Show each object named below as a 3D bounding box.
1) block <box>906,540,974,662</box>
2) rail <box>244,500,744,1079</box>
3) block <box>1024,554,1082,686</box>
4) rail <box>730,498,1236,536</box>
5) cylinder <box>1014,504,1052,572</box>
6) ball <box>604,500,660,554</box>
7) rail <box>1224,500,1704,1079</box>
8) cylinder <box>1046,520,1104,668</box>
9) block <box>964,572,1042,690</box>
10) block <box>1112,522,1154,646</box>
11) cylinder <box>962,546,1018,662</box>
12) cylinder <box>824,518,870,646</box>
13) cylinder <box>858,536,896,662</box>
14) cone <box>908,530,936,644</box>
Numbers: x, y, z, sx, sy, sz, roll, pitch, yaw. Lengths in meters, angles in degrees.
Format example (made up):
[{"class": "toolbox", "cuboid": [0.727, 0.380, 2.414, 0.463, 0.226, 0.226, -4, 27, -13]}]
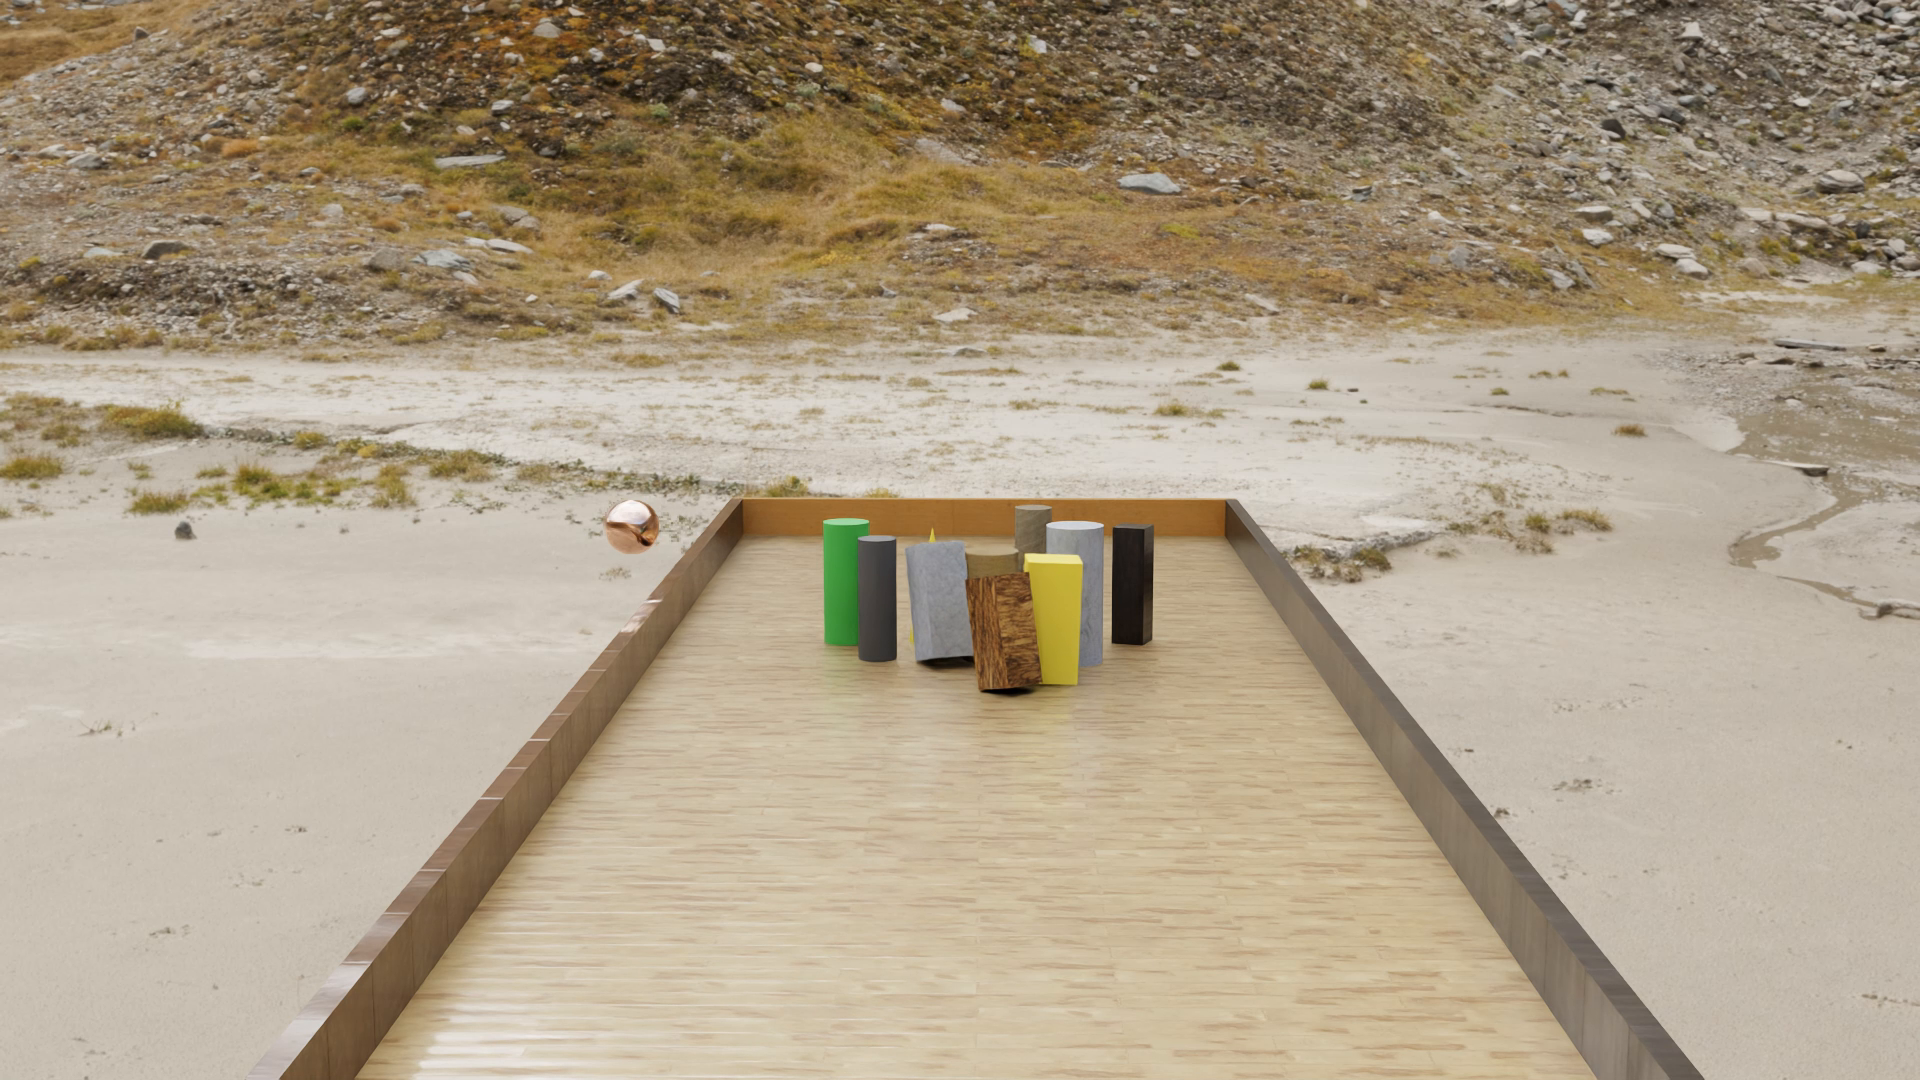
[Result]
[{"class": "block", "cuboid": [-0.061, 0.185, 6.652, 0.138, 0.347, 0.138, -3, -5, -23]}, {"class": "rail", "cuboid": [-1.004, 0.839, 3.234, 0.050, 0.150, 12.000, 0, 9, 1]}, {"class": "block", "cuboid": [0.264, 0.230, 6.408, 0.157, 0.355, 0.157, 2, 9, -3]}, {"class": "rail", "cuboid": [0.099, -0.098, 9.147, 2.100, 0.150, 0.050, 0, 9, 1]}, {"class": "cylinder", "cuboid": [0.230, 0.111, 6.933, 0.116, 0.432, 0.116, 0, 9, 0]}, {"class": "ball", "cuboid": [-1.126, -0.044, 7.546, 0.188, 0.188, 0.188, 0, 9, 0]}, {"class": "rail", "cuboid": [1.046, 0.843, 3.208, 0.050, 0.150, 12.000, 0, 9, 1]}, {"class": "cylinder", "cuboid": [0.346, 0.162, 6.653, 0.173, 0.418, 0.173, 0, 9, 0]}, {"class": "block", "cuboid": [0.124, 0.260, 6.281, 0.131, 0.319, 0.131, -6, -1, -40]}, {"class": "block", "cuboid": [0.546, 0.139, 6.952, 0.104, 0.370, 0.104, 4, 10, 21]}, {"class": "cylinder", "cuboid": [0.092, 0.197, 6.700, 0.172, 0.333, 0.172, 0, 9, 0]}, {"class": "cylinder", "cuboid": [-0.359, 0.131, 6.958, 0.145, 0.383, 0.145, 0, 9, 0]}, {"class": "cylinder", "cuboid": [-0.252, 0.178, 6.702, 0.118, 0.370, 0.118, 0, 9, 0]}, {"class": "cone", "cuboid": [-0.087, 0.139, 6.962, 0.151, 0.367, 0.151, 0, 9, 0]}]
